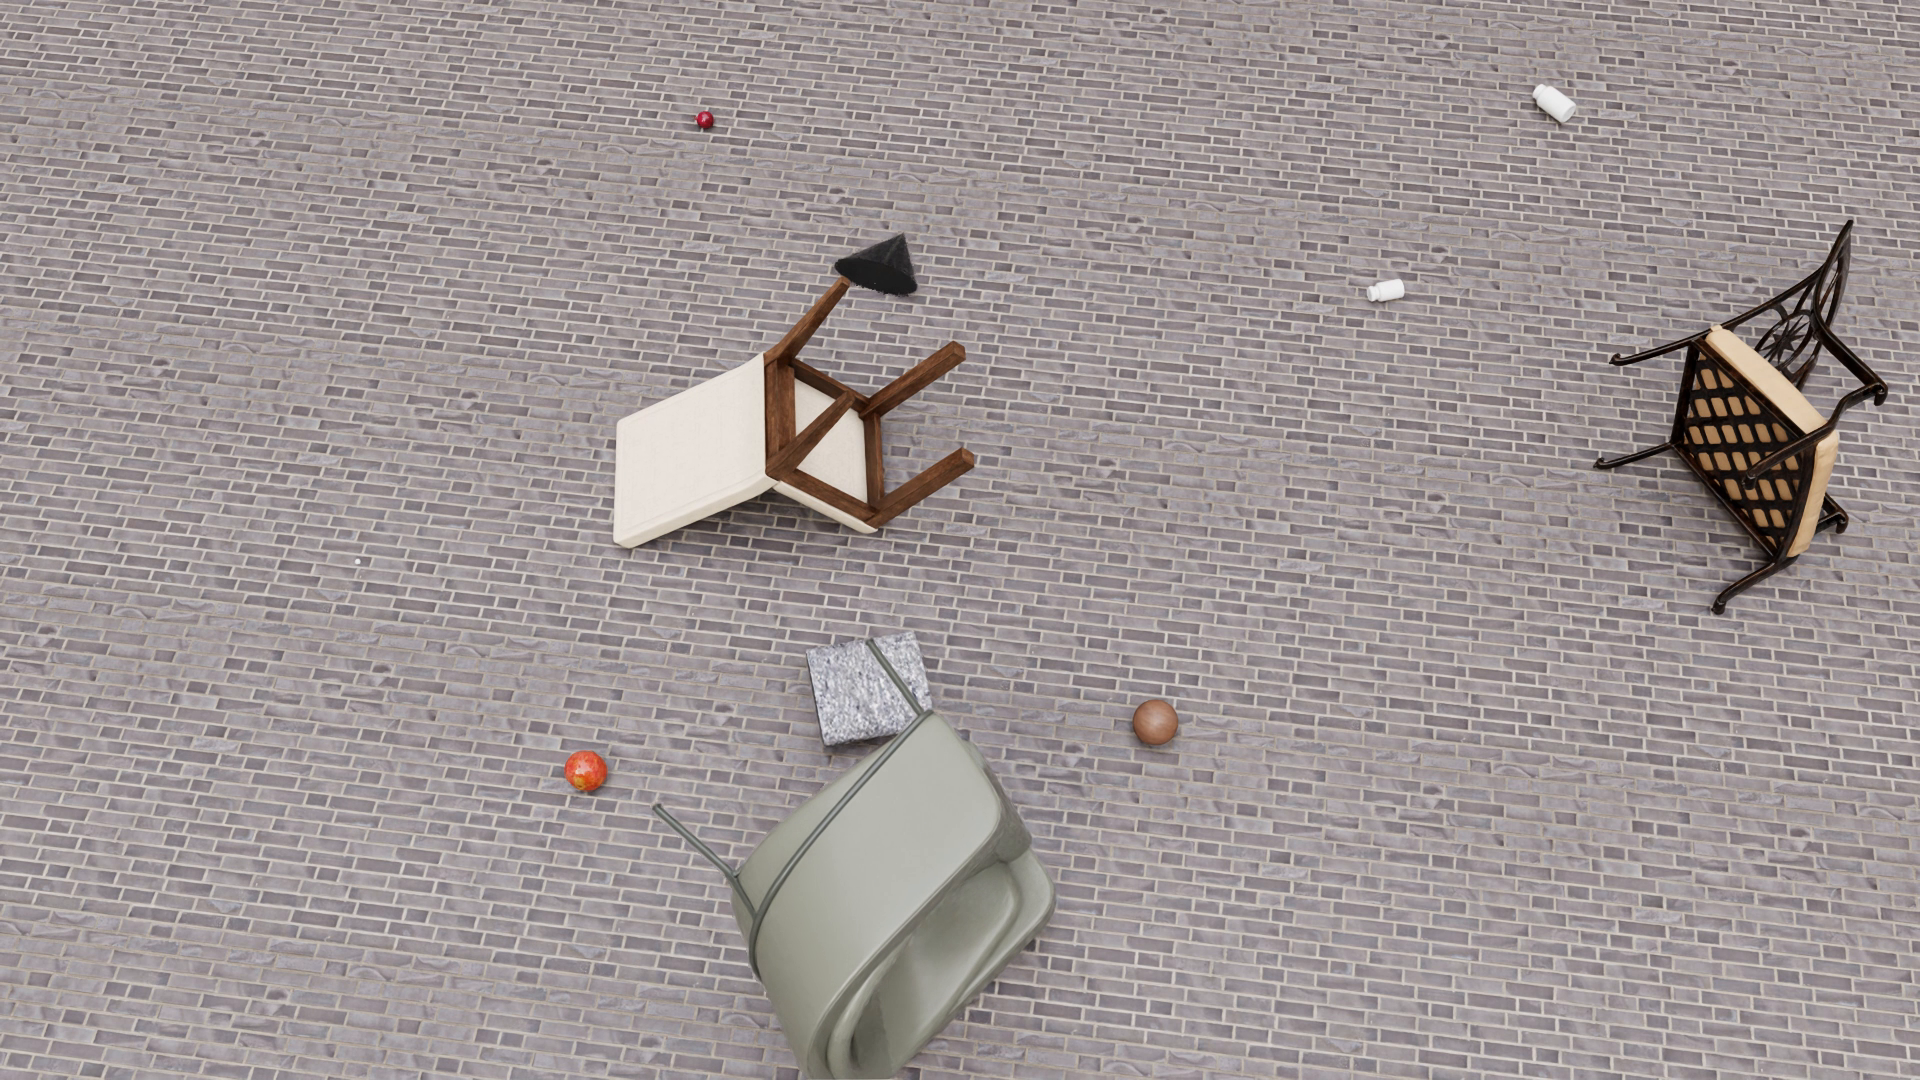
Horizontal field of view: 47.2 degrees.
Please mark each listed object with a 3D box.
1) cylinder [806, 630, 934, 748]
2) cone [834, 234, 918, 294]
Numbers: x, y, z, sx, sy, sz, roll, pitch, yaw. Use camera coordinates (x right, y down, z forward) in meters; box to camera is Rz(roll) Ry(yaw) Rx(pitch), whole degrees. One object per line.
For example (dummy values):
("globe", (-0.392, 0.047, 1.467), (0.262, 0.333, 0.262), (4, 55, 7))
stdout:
("cylinder", (-0.256, 0.419, 6.212), (0.314, 0.133, 0.319), (-10, 55, -6))
("cone", (-0.228, -0.931, 7.165), (0.286, 0.115, 0.258), (17, 45, 11))
